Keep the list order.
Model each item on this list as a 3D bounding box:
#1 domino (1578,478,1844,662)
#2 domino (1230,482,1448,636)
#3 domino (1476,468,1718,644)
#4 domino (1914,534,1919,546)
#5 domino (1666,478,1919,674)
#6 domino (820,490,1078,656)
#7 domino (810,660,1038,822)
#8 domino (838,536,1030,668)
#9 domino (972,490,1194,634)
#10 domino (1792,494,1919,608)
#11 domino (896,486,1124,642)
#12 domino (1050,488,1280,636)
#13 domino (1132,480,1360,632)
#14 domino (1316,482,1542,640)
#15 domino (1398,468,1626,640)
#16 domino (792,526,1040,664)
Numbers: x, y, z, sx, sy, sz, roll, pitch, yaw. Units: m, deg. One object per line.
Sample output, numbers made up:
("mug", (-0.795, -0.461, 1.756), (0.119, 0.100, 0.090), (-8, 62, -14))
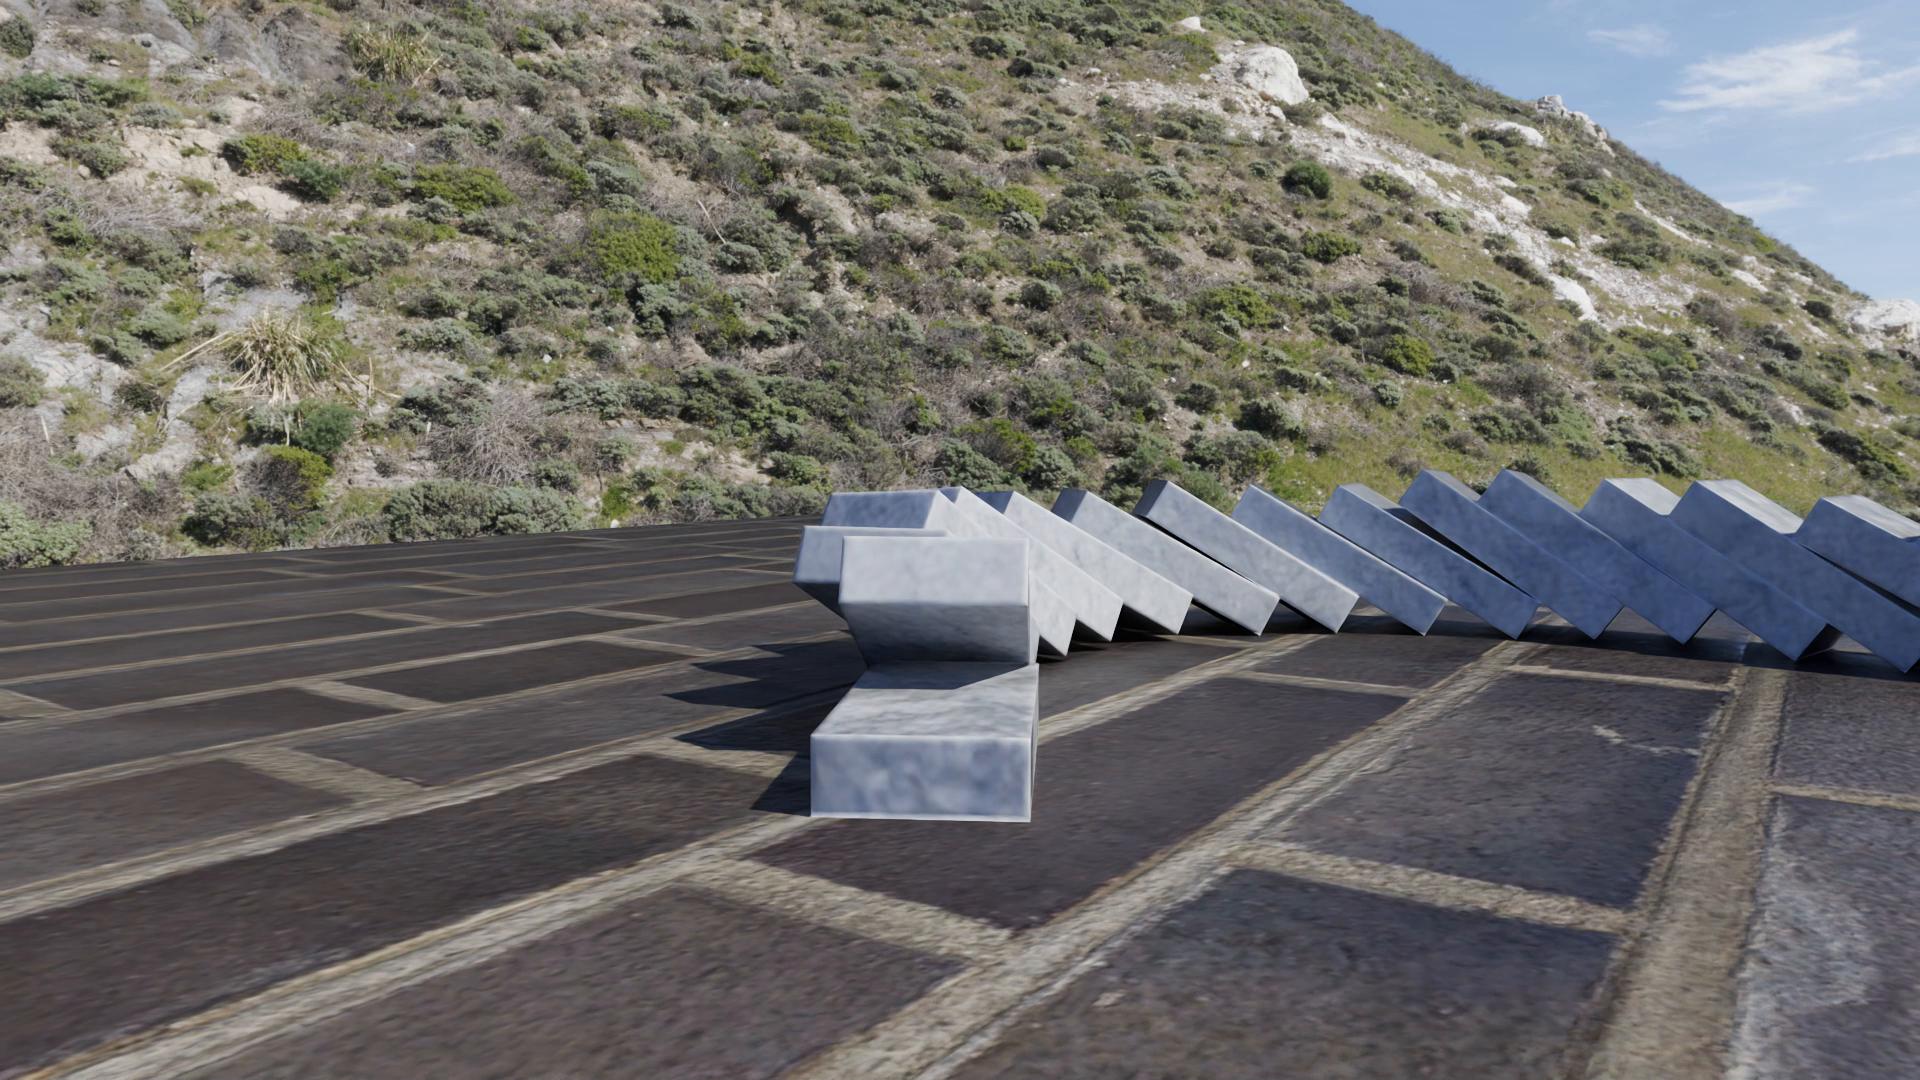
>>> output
("domino", (0.160, 0.005, 0.271), (0.025, 0.009, 0.050), (-3, 38, -42))
("domino", (0.088, 0.003, 0.300), (0.050, 0.009, 0.025), (32, 11, 10))
("domino", (0.141, 0.003, 0.282), (0.050, 0.009, 0.025), (41, 22, 26))
("domino", (0.201, 0.009, 0.227), (0.025, 0.009, 0.050), (-3, 34, -40))
("domino", (0.172, 0.006, 0.258), (0.025, 0.009, 0.050), (-3, 38, -42))
("domino", (-0.001, 0.007, 0.242), (0.025, 0.010, 0.050), (0, -27, 38))
("domino", (-0.003, 0.025, 0.170), (0.025, 0.009, 0.050), (0, 4, 5))
("domino", (-0.002, 0.013, 0.194), (0.025, 0.009, 0.050), (1, -21, 4))
("domino", (0.023, 0.005, 0.279), (0.050, 0.009, 0.025), (29, -12, -24))
("domino", (0.188, 0.008, 0.241), (0.025, 0.010, 0.050), (-4, 34, -40))
("domino", (0.008, 0.006, 0.261), (0.050, 0.009, 0.025), (34, -22, -36))
("domino", (0.045, 0.004, 0.293), (0.050, 0.009, 0.025), (28, 0, -9))
("domino", (0.065, 0.003, 0.298), (0.050, 0.009, 0.025), (31, 3, -2))
("domino", (0.110, 0.004, 0.298), (0.050, 0.009, 0.025), (34, 19, 22))
("domino", (0.126, 0.002, 0.291), (0.050, 0.010, 0.025), (40, 21, 24))
("domino", (-0.006, 0.011, 0.220), (0.025, 0.010, 0.050), (2, -20, 22))
